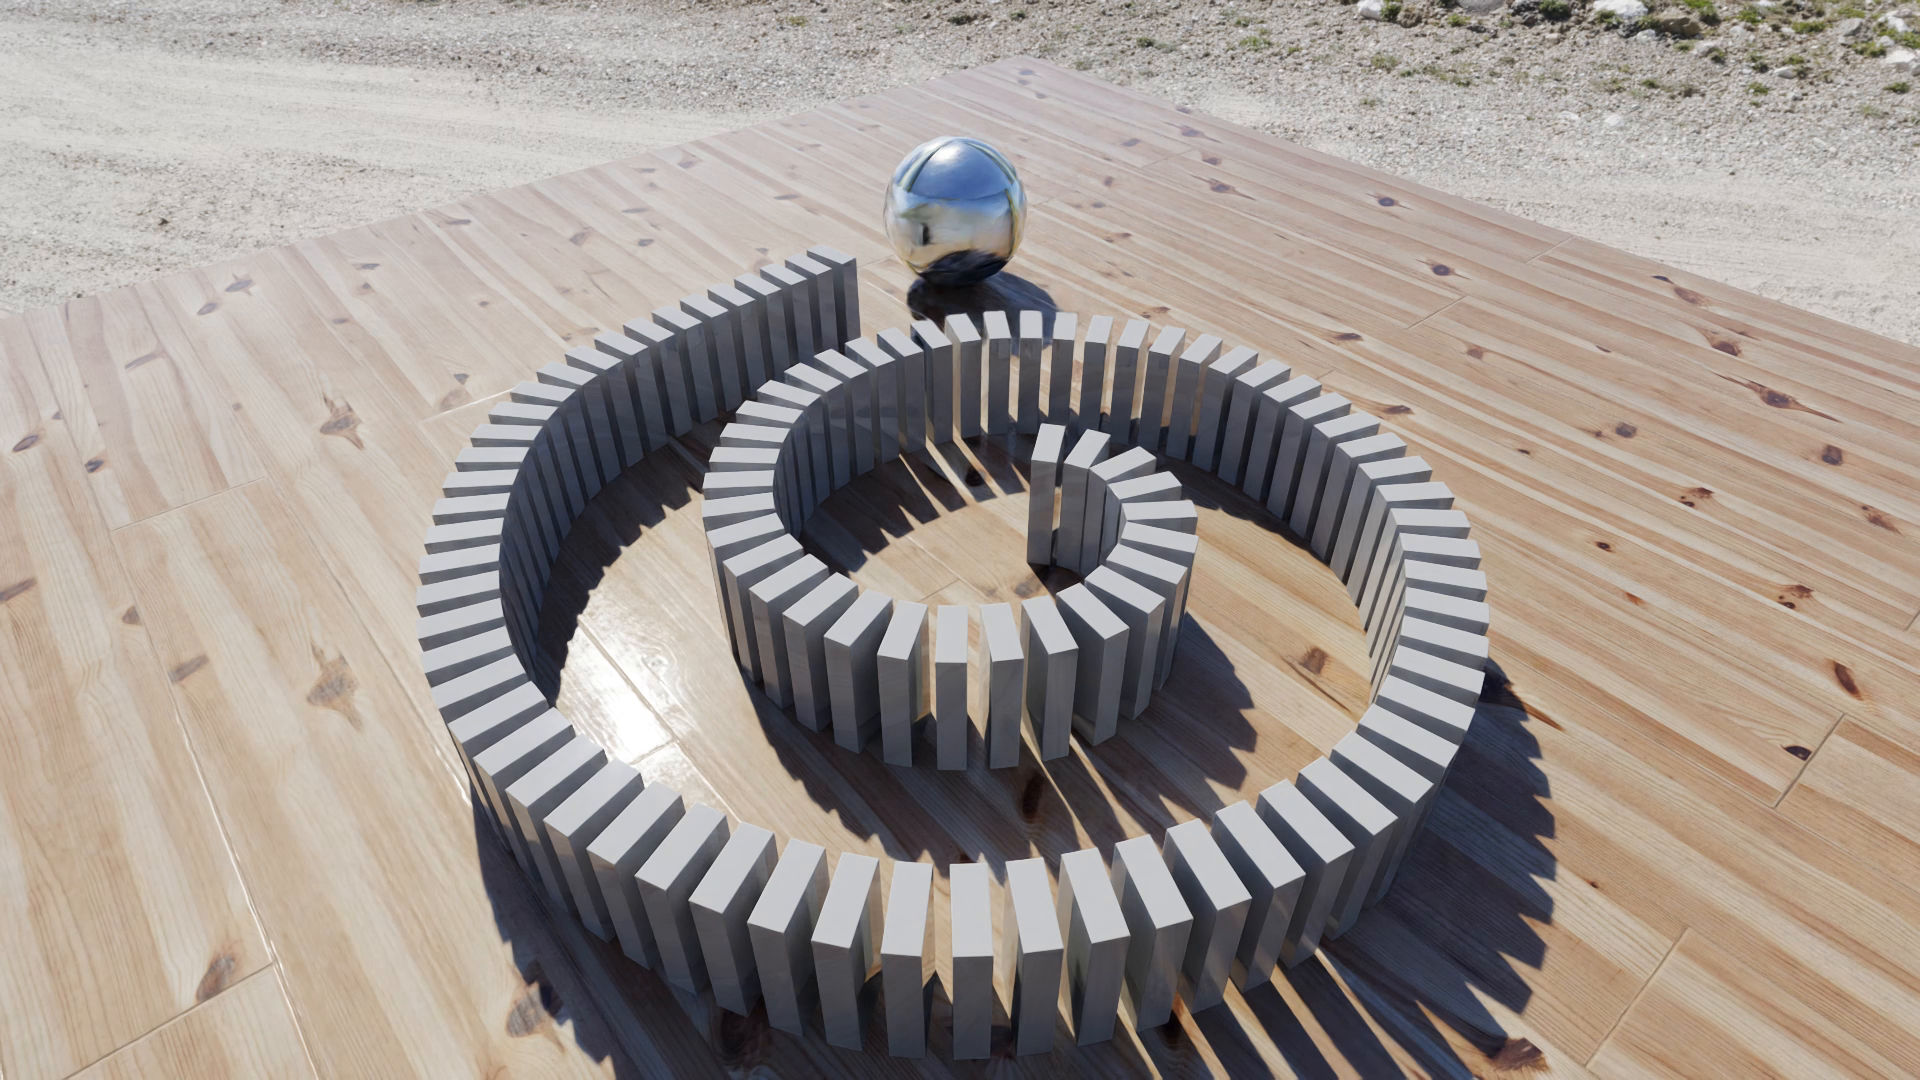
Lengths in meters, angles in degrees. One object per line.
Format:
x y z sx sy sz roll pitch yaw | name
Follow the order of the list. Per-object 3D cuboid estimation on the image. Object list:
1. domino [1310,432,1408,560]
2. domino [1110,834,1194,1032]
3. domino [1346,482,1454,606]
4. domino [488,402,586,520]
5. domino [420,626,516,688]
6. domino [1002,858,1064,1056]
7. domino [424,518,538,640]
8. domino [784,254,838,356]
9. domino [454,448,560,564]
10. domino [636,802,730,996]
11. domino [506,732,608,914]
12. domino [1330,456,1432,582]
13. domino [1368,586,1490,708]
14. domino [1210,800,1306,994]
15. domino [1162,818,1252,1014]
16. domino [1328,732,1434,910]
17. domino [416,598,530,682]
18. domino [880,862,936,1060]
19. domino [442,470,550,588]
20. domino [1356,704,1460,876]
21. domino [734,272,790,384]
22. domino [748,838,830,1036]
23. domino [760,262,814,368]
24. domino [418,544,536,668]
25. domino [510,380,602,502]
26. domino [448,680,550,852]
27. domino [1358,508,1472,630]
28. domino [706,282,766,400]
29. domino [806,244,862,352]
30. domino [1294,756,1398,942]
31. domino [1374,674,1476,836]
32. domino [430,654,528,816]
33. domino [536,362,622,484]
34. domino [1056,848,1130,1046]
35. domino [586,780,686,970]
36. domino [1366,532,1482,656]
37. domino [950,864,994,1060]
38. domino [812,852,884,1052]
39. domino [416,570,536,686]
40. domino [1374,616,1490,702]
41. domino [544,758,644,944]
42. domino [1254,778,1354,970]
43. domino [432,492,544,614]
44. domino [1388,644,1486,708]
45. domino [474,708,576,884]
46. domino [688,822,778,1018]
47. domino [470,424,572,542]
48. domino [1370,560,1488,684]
0.156 -0.017 0.432 0.025 0.050 0.009 -13 41 -15 | domino
0.047 0.103 0.286 0.010 0.050 0.025 -11 41 -13 | domino
0.163 0.002 0.409 0.025 0.050 0.009 -4 39 -4 | domino
-0.173 -0.032 0.450 0.025 0.050 0.009 6 40 7 | domino
-0.149 0.052 0.348 0.025 0.050 0.010 -19 43 -22 | domino
0.018 0.107 0.281 0.009 0.050 0.025 -5 40 -6 | domino
-0.169 0.016 0.392 0.025 0.050 0.010 -8 40 -9 | domino
-0.074 -0.115 0.552 0.025 0.050 0.010 32 49 33 | domino
-0.175 -0.013 0.427 0.025 0.050 0.009 0 39 -1 | domino
-0.070 0.096 0.294 0.009 0.050 0.025 17 42 20 | domino
-0.109 0.081 0.312 0.009 0.050 0.025 26 46 28 | domino
0.160 -0.008 0.421 0.025 0.050 0.010 -9 40 -10 | domino
0.154 0.040 0.363 0.025 0.050 0.009 12 41 15 | domino
0.076 0.096 0.294 0.010 0.050 0.025 -16 42 -19 | domino
0.062 0.100 0.290 0.010 0.050 0.025 -14 41 -16 | domino
0.114 0.080 0.313 0.010 0.050 0.025 -30 48 -31 | domino
-0.156 0.044 0.358 0.025 0.050 0.009 -15 42 -18 | domino
-0.013 0.108 0.280 0.009 0.050 0.025 3 39 4 | domino
-0.174 -0.003 0.415 0.025 0.050 0.009 -3 39 -4 | domino
0.125 0.073 0.322 0.025 0.050 0.009 28 47 30 | domino
-0.096 -0.102 0.536 0.009 0.050 0.025 -32 49 -33 | domino
-0.042 0.104 0.285 0.010 0.050 0.025 11 41 14 | domino
-0.085 -0.109 0.544 0.010 0.050 0.025 -32 49 -33 | domino
-0.166 0.025 0.380 0.025 0.050 0.010 -10 40 -12 | domino
-0.169 -0.041 0.462 0.025 0.050 0.010 11 41 13 | domino
-0.132 0.068 0.328 0.025 0.050 0.010 -30 48 -31 | domino
0.163 0.012 0.397 0.025 0.050 0.010 2 39 3 | domino
-0.107 -0.095 0.528 0.025 0.050 0.009 32 49 33 | domino
-0.064 -0.123 0.561 0.025 0.050 0.009 28 47 29 | domino
0.102 0.086 0.306 0.010 0.050 0.025 -24 45 -26 | domino
0.134 0.066 0.331 0.025 0.050 0.009 23 44 25 | domino
-0.141 0.061 0.338 0.025 0.050 0.010 -24 45 -26 | domino
-0.163 -0.050 0.473 0.025 0.050 0.009 18 43 20 | domino
0.033 0.105 0.283 0.010 0.050 0.025 -8 40 -10 | domino
-0.084 0.092 0.299 0.009 0.050 0.025 20 43 23 | domino
0.161 0.021 0.386 0.025 0.050 0.010 6 40 7 | domino
0.003 0.108 0.280 0.010 0.050 0.025 -1 39 -2 | domino
-0.028 0.106 0.282 0.009 0.050 0.025 8 40 10 | domino
-0.161 0.035 0.369 0.025 0.050 0.009 -13 41 -15 | domino
0.148 0.049 0.352 0.025 0.050 0.010 15 42 18 | domino
-0.097 0.087 0.306 0.009 0.050 0.025 23 45 25 | domino
0.089 0.092 0.300 0.009 0.050 0.025 -20 43 -22 | domino
-0.172 0.007 0.403 0.025 0.050 0.009 -5 40 -7 | domino
0.142 0.057 0.341 0.025 0.050 0.010 19 43 21 | domino
-0.121 0.075 0.320 0.009 0.050 0.025 30 48 31 | domino
-0.057 0.100 0.289 0.010 0.050 0.025 14 41 17 | domino
-0.174 -0.022 0.439 0.025 0.050 0.009 2 39 3 | domino
0.158 0.031 0.374 0.025 0.050 0.010 9 40 11 | domino
